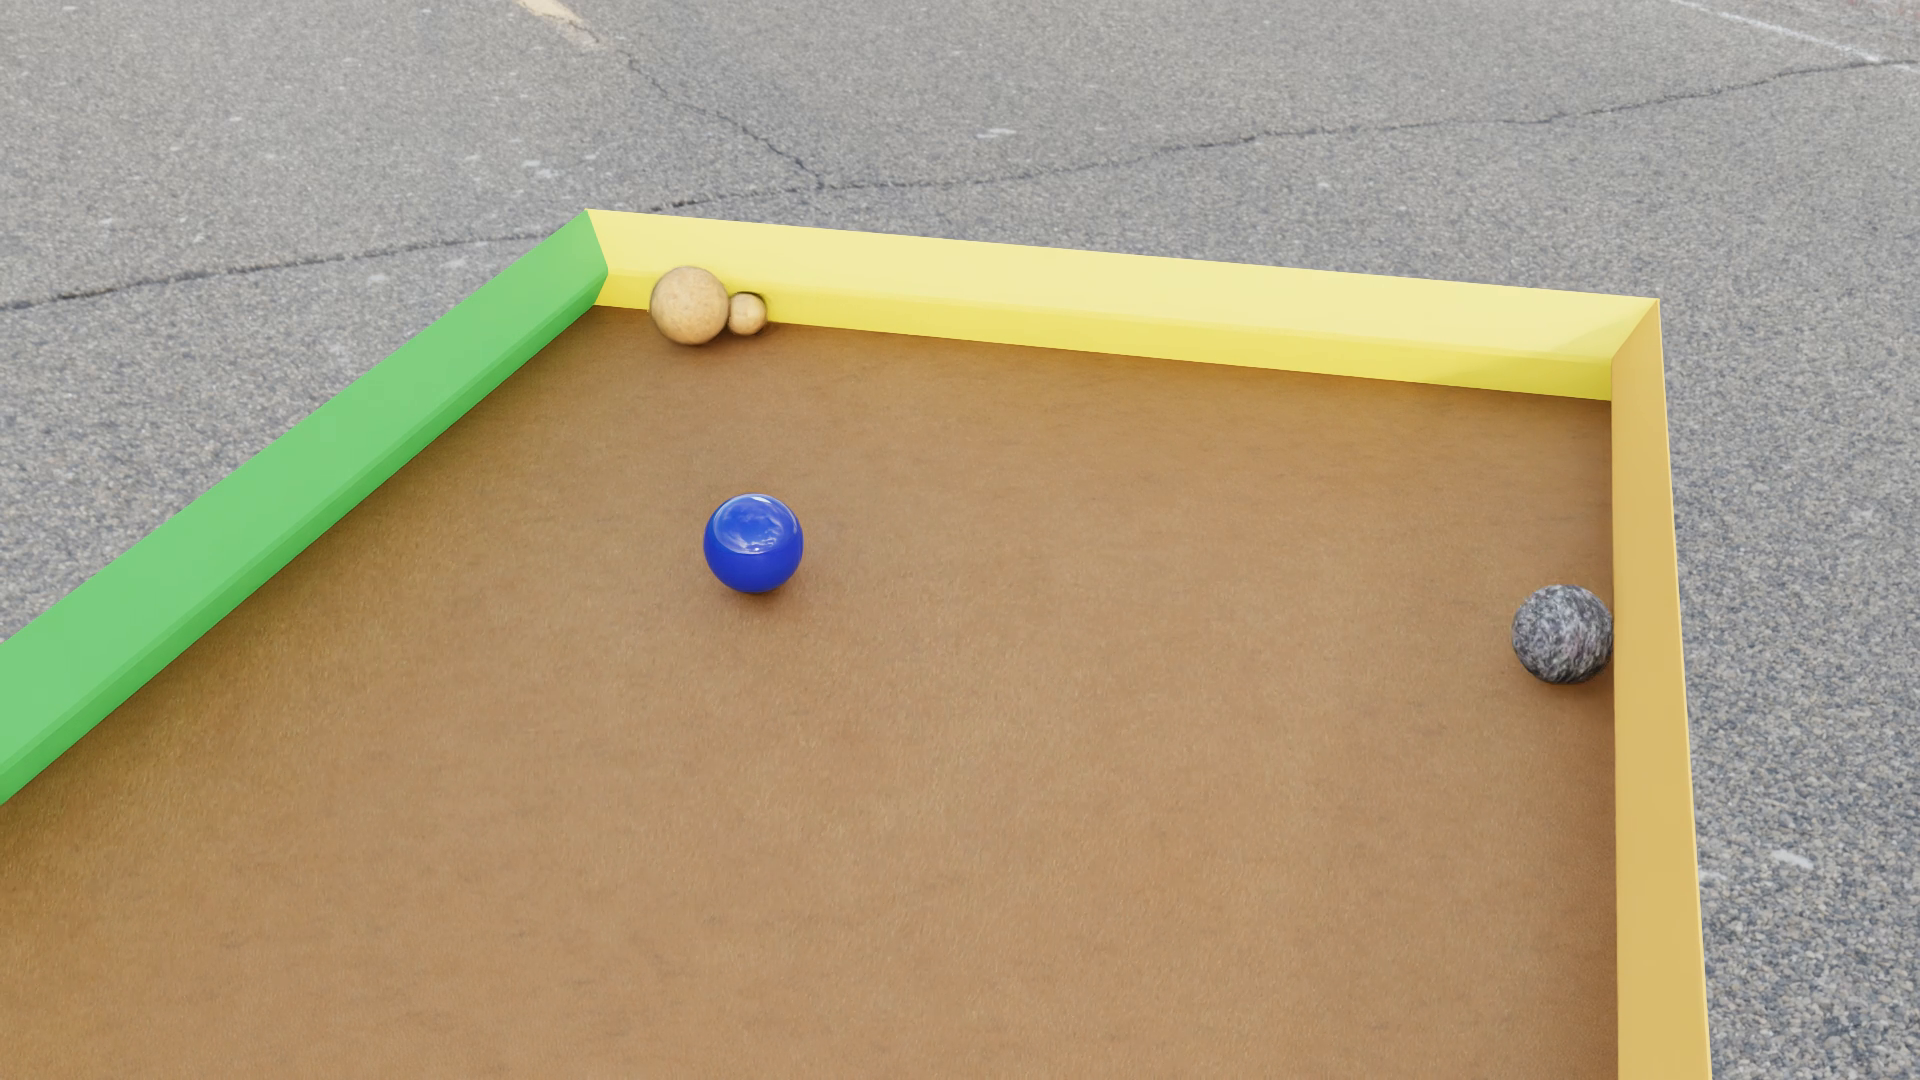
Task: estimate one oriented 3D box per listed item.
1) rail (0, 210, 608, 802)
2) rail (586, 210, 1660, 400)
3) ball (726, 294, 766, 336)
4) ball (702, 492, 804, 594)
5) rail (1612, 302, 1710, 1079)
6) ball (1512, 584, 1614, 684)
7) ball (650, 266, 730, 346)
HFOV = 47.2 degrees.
[{"bbox_3d":[-0.787,0.182,1.760,0.045,0.129,2.569,7,27,13],"label":"rail"},{"bbox_3d":[0.157,-0.286,2.707,1.339,0.129,0.045,7,27,13],"label":"rail"},{"bbox_3d":[-0.272,-0.287,2.797,0.054,0.054,0.054,0,26,0],"label":"ball"},{"bbox_3d":[-0.203,0.003,2.158,0.099,0.099,0.099,0,26,0],"label":"ball"},{"bbox_3d":[0.462,0.326,1.467,0.045,0.129,2.569,7,27,13],"label":"rail"},{"bbox_3d":[0.548,0.086,2.000,0.091,0.091,0.091,0,26,0],"label":"ball"},{"bbox_3d":[-0.339,-0.293,2.758,0.100,0.100,0.100,0,26,0],"label":"ball"}]
